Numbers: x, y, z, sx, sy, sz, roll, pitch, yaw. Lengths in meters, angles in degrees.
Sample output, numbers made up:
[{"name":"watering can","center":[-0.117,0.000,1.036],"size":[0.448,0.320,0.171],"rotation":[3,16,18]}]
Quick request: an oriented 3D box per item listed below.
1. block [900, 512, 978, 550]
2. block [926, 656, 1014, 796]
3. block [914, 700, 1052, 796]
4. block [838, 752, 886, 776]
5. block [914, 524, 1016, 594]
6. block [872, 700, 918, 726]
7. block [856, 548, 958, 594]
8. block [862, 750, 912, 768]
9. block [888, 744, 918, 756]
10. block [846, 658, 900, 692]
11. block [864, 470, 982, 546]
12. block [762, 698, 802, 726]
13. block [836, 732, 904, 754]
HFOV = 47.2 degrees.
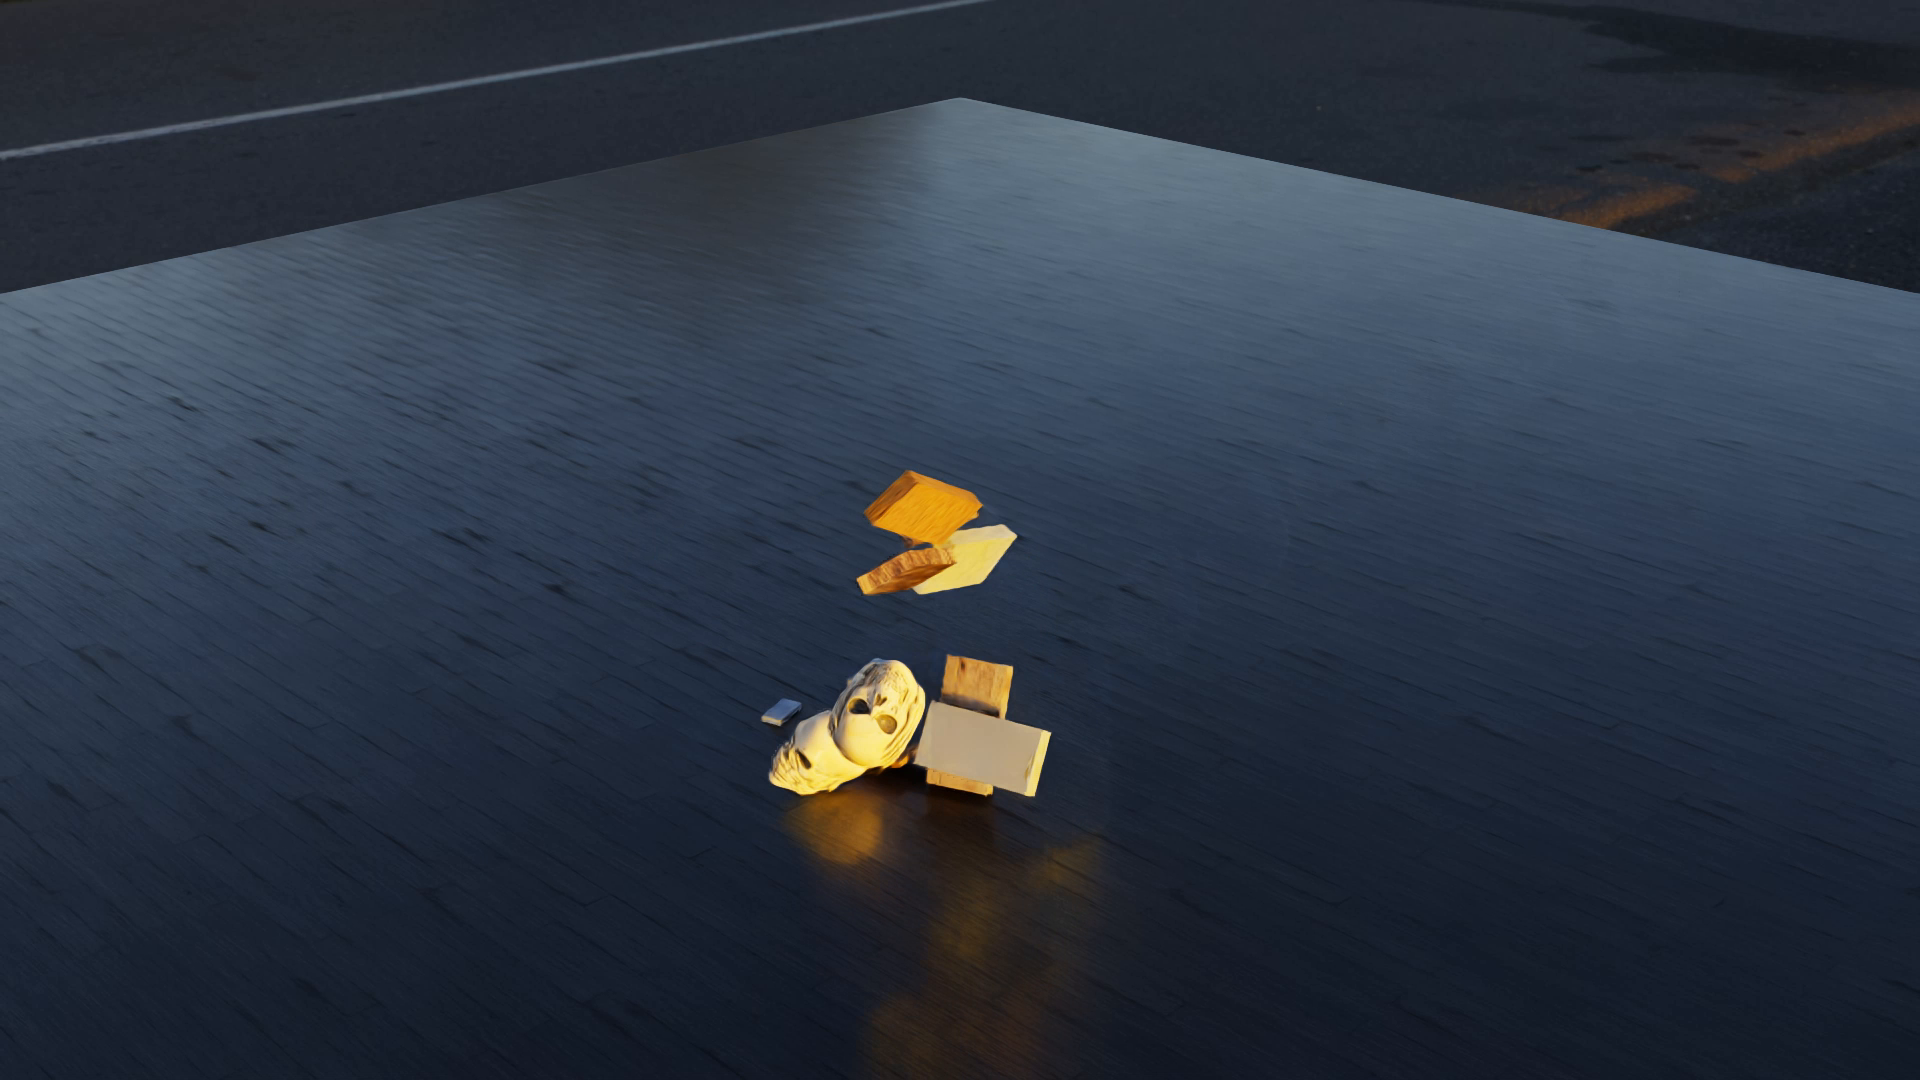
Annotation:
[{"name":"block","center":[-0.039,-0.029,4.437],"size":[0.115,0.033,0.230],"rotation":[-25,0,12]},{"name":"block","center":[0.020,0.381,4.533],"size":[0.134,0.267,0.038],"rotation":[9,-1,21]},{"name":"block","center":[0.044,0.421,4.449],"size":[0.267,0.134,0.038],"rotation":[12,-6,31]},{"name":"block","center":[-0.203,0.471,4.634],"size":[0.095,0.013,0.047],"rotation":[11,25,24]},{"name":"block","center":[0.006,0.039,4.535],"size":[0.038,0.134,0.267],"rotation":[44,23,19]},{"name":"block","center":[-0.144,0.381,4.845],"size":[0.096,0.014,0.048],"rotation":[19,29,37]},{"name":"block","center":[-0.098,0.058,4.153],"size":[0.115,0.033,0.230],"rotation":[-29,-8,17]},{"name":"block","center":[-0.153,0.459,4.603],"size":[0.094,0.013,0.047],"rotation":[-1,20,31]},{"name":"block","center":[-0.111,0.446,4.641],"size":[0.096,0.014,0.048],"rotation":[-12,7,25]},{"name":"block","center":[-0.198,0.308,5.015],"size":[0.065,0.018,0.130],"rotation":[9,24,27]},{"name":"block","center":[-0.065,-0.057,4.033],"size":[0.230,0.115,0.033],"rotation":[18,33,-57]},{"name":"block","center":[-0.393,0.379,4.849],"size":[0.047,0.013,0.095],"rotation":[10,25,23]},{"name":"block","center":[-0.192,0.433,4.694],"size":[0.132,0.018,0.065],"rotation":[-5,7,-12]}]
